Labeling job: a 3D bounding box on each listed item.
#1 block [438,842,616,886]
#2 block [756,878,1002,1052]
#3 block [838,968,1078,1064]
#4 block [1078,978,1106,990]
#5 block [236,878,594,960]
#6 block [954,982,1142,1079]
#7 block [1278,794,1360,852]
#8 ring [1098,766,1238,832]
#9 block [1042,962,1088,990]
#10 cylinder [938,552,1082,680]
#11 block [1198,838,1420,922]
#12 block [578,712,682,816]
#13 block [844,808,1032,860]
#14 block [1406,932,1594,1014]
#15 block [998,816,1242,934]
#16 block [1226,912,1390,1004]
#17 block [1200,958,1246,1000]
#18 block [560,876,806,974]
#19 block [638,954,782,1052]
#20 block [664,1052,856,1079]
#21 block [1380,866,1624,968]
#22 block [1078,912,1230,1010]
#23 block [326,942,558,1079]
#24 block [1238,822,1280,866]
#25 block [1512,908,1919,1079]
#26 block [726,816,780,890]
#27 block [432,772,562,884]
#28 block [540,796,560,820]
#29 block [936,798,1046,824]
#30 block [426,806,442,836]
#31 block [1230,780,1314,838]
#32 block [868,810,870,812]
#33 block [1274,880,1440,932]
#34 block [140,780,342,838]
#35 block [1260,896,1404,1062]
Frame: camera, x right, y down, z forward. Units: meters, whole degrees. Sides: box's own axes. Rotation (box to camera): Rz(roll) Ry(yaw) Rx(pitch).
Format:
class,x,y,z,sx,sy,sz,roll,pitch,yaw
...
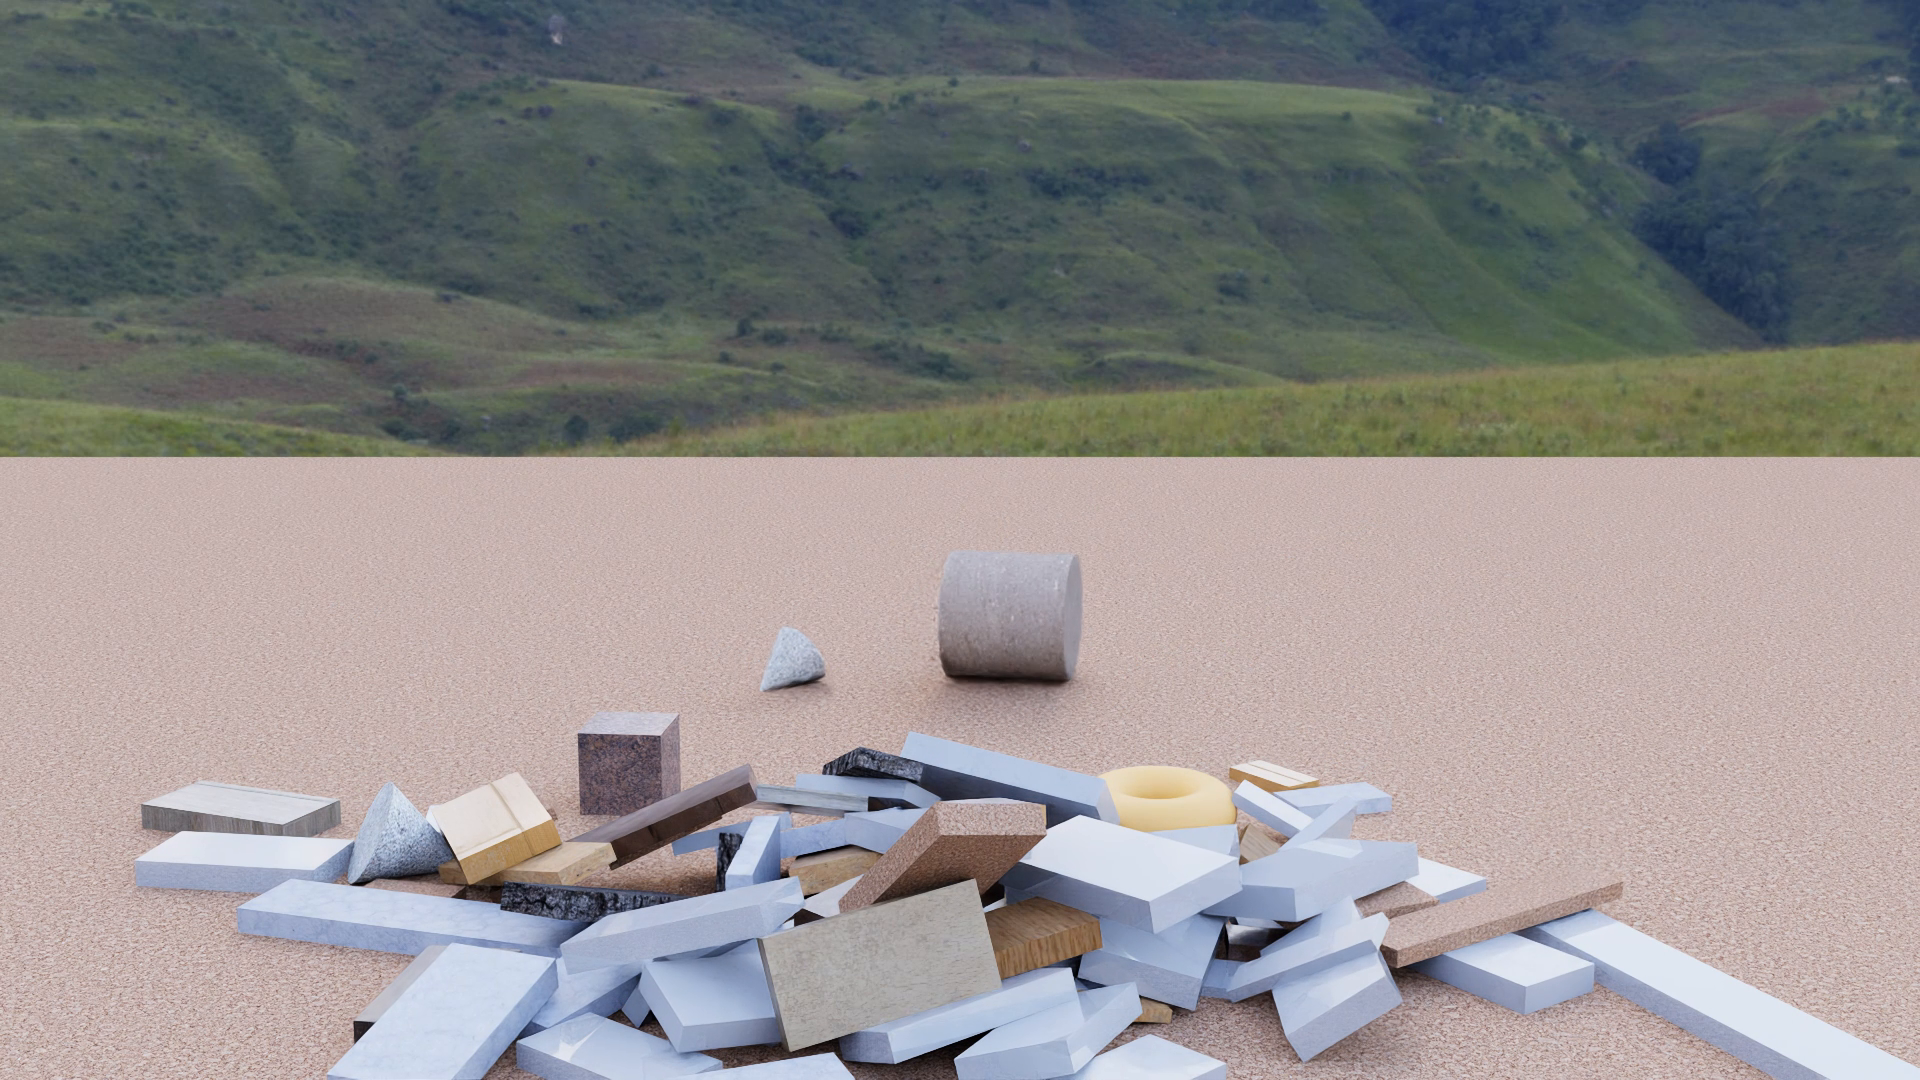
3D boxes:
class,x,y,z,sx,sy,sz,roll,pitch,yaw
block,-0.713,0.529,3.595,0.103,0.029,0.409,-27,12,-39
block,-0.109,0.576,2.996,0.307,0.153,0.043,-13,-3,-18
block,-0.003,0.652,3.026,0.299,0.042,0.149,-12,-3,-32
block,0.221,0.654,3.269,0.068,0.019,0.135,6,12,29
block,-0.752,0.612,3.436,0.783,0.041,0.145,3,11,18
block,0.123,0.661,2.935,0.156,0.044,0.312,-15,-3,21
block,0.590,0.513,3.674,0.028,0.098,0.196,32,43,30
ring,0.354,0.485,3.970,0.292,0.097,0.292,-1,12,0
block,0.128,0.637,3.192,0.135,0.019,0.068,39,29,26
cylinder,0.120,0.176,5.109,0.288,0.288,0.288,2,11,11
block,0.547,0.528,3.440,0.179,0.051,0.358,-3,3,42
block,-0.622,0.421,4.150,0.156,0.156,0.156,1,11,5
block,-0.043,0.455,3.392,0.164,0.046,0.487,-2,-3,-16
block,0.786,0.632,3.326,0.152,0.043,0.304,-7,13,-35
block,0.229,0.489,3.243,0.174,0.049,0.348,-19,16,-35
block,0.498,0.601,3.159,0.254,0.020,0.070,-29,9,33
block,0.390,0.654,3.280,0.056,0.016,0.112,3,11,17
block,-0.387,0.540,3.084,0.307,0.043,0.153,-14,2,17
block,-0.271,0.633,3.046,0.311,0.042,0.149,1,23,-31
block,-0.261,0.699,2.737,0.260,0.037,0.130,-4,11,-21
block,0.822,0.580,3.410,0.517,0.028,0.098,-7,13,-35
block,0.306,0.593,3.339,0.174,0.049,0.392,14,14,12
block,-0.693,0.661,2.977,0.164,0.046,0.328,5,22,16
block,0.509,0.540,3.750,0.082,0.023,0.165,39,17,5
block,1.076,0.665,3.162,0.133,0.038,0.842,-4,11,-23
block,-0.326,0.551,3.482,0.041,0.145,0.290,1,11,4
block,-0.780,0.479,3.685,0.160,0.045,0.320,-23,16,-17
block,-0.771,0.490,3.783,0.163,0.023,0.081,-20,9,-5
block,0.045,0.408,3.288,0.103,0.029,0.207,-1,-3,-18
block,-0.930,0.517,4.000,0.081,0.023,0.163,-1,11,-8
block,0.568,0.492,3.944,0.165,0.023,0.082,30,19,13
block,-0.113,0.466,4.104,0.179,0.051,0.358,-4,7,-8
block,0.614,0.575,3.424,0.233,0.033,0.117,-6,12,-22
block,-1.315,0.501,4.025,0.320,0.045,0.160,4,11,22
block,0.527,0.623,3.148,0.160,0.045,0.320,-33,8,7
